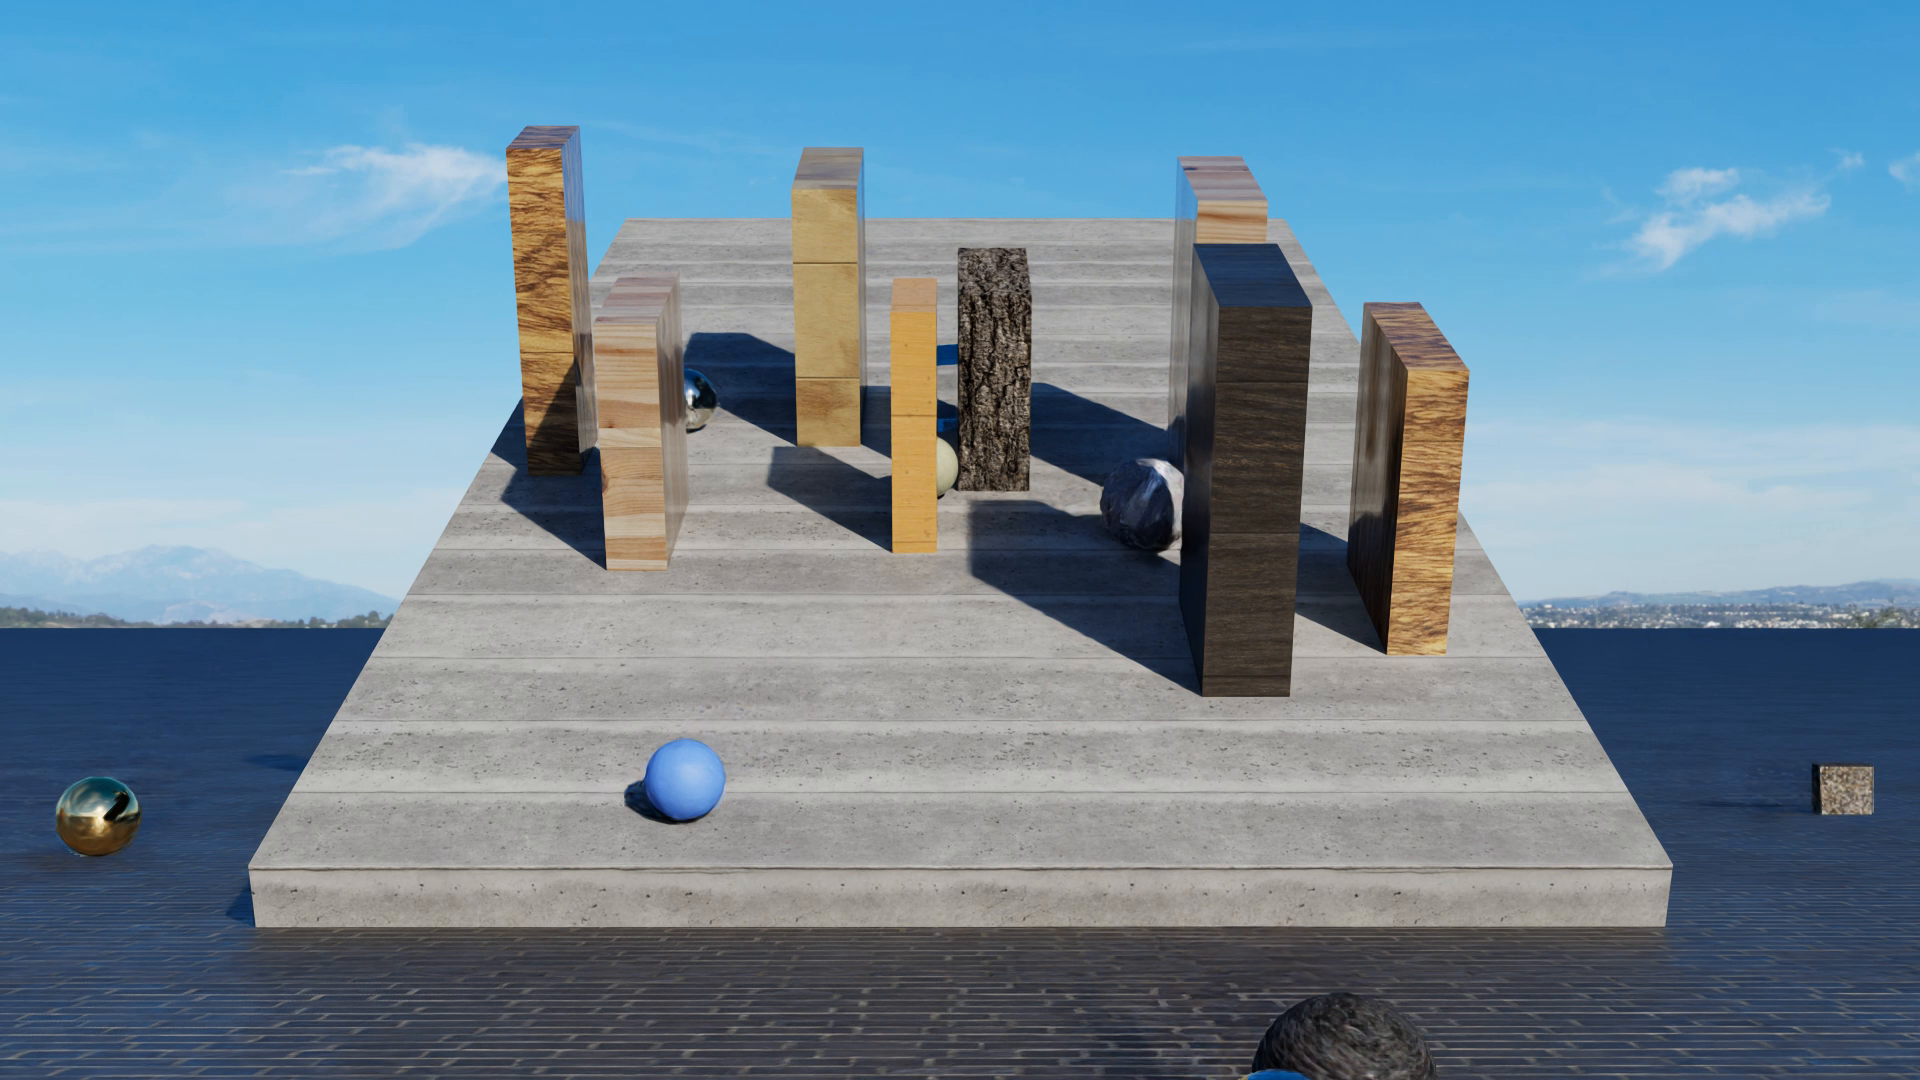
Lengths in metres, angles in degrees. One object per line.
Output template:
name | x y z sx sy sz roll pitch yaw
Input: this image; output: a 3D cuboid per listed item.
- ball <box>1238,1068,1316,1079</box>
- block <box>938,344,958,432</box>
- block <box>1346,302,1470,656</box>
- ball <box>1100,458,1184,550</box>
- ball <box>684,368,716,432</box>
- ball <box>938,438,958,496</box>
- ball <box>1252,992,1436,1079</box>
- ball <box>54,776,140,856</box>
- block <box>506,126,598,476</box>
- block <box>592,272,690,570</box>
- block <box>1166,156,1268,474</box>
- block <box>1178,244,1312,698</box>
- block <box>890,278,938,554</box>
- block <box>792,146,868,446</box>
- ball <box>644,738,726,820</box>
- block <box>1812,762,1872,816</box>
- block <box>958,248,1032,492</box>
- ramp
ball | 0.230 0.437 1.645 0.110 0.110 0.110 0 -2 0
block | -0.035 -0.337 5.053 0.152 0.152 0.152 -6 22 -15
block | 0.776 -0.116 3.991 0.100 0.504 0.427 0 21 0
ball | 0.354 -0.067 4.321 0.176 0.176 0.176 0 -2 0
ball | -0.602 -0.307 4.994 0.137 0.137 0.137 0 -2 0
ball | -0.067 -0.147 4.592 0.129 0.129 0.129 0 -2 0
ball | 0.298 0.426 1.778 0.143 0.143 0.143 0 -2 0
ball | -1.595 0.511 4.220 0.148 0.148 0.148 0 -2 0
block | -0.840 -0.495 4.724 0.109 0.681 0.242 0 21 0
block | -0.600 -0.232 4.330 0.112 0.473 0.380 0 21 0
block | 0.507 -0.406 4.556 0.131 0.641 0.418 0 21 0
block | 0.466 -0.123 3.796 0.143 0.657 0.406 0 21 0
block | -0.086 -0.239 4.355 0.084 0.471 0.248 0 21 0
block | -0.282 -0.541 5.016 0.135 0.560 0.441 0 21 0
ball | -0.400 0.348 3.319 0.117 0.117 0.117 0 -2 0
block | 2.000 0.564 5.177 0.109 0.109 0.109 0 -2 10
block | 0.068 -0.361 4.758 0.145 0.411 0.393 0 21 0
ramp | -0.006 -0.215 5.088 2.000 0.100 4.000 0 21 0
